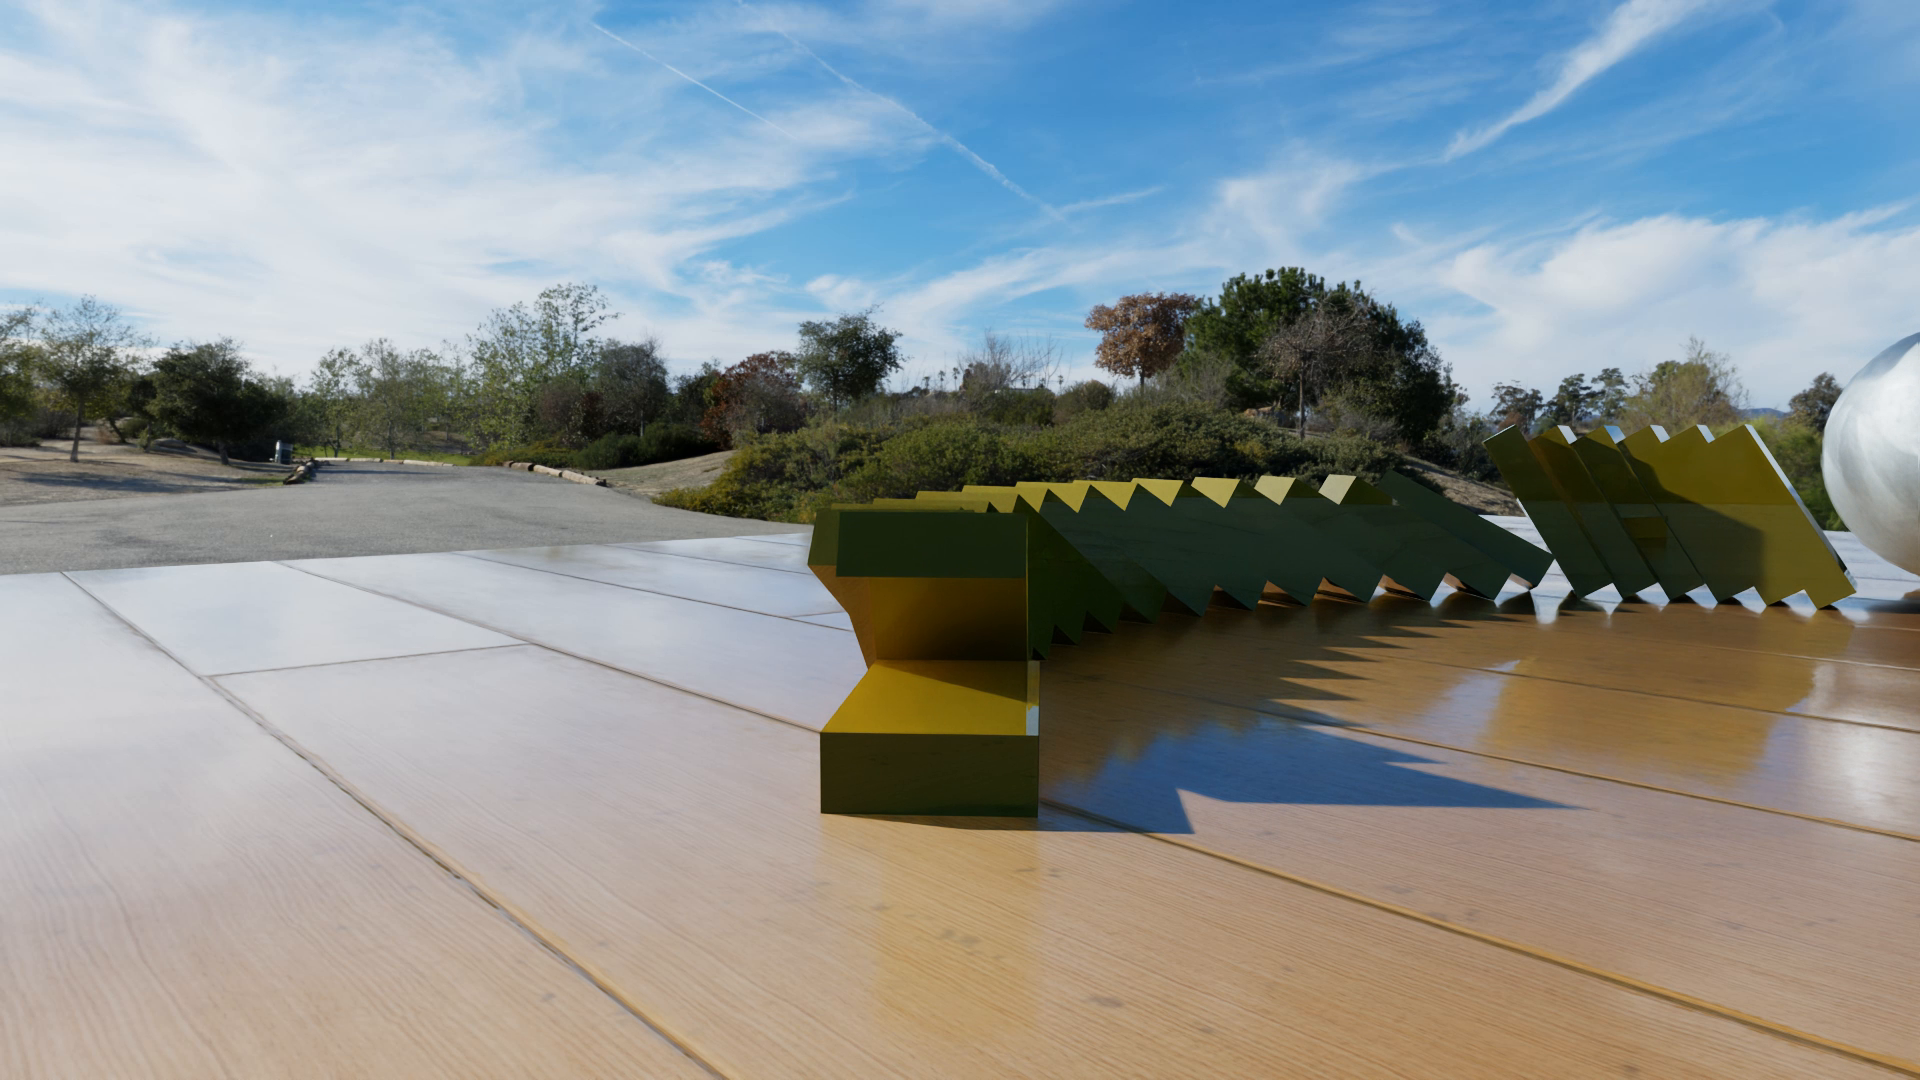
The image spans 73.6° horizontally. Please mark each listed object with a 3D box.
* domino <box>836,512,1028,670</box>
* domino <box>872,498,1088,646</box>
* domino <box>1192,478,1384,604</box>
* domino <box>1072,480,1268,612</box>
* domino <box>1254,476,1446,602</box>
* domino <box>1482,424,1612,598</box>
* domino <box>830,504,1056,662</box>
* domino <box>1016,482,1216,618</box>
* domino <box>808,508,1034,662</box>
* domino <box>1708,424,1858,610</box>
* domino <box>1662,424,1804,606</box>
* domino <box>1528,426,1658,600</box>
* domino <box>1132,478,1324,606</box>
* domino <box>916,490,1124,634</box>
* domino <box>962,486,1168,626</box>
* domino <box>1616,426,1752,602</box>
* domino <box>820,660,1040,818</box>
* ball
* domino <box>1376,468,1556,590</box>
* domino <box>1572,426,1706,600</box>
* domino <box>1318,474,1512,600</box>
[{"bbox_3d":[-0.002,0.011,0.192,0.025,0.009,0.050,0,-25,3],"label":"domino"},{"bbox_3d":[0.004,0.007,0.258,0.025,0.010,0.050,2,-23,30],"label":"domino"},{"bbox_3d":[0.087,0.000,0.346,0.050,0.009,0.025,30,-5,-16],"label":"domino"},{"bbox_3d":[0.052,0.002,0.325,0.050,0.009,0.025,32,-13,-29],"label":"domino"},{"bbox_3d":[0.106,-0.001,0.354,0.050,0.009,0.025,30,0,-8],"label":"domino"},{"bbox_3d":[0.166,-0.009,0.365,0.010,0.050,0.025,-31,-7,20],"label":"domino"},{"bbox_3d":[-0.003,0.009,0.238,0.025,0.009,0.050,2,-24,26],"label":"domino"},{"bbox_3d":[0.037,0.003,0.311,0.050,0.009,0.025,34,-17,-35],"label":"domino"},{"bbox_3d":[-0.005,0.010,0.215,0.025,0.010,0.050,1,-25,15],"label":"domino"},{"bbox_3d":[0.220,-0.007,0.343,0.010,0.050,0.025,-35,-16,32],"label":"domino"},{"bbox_3d":[0.212,-0.008,0.351,0.010,0.050,0.025,-35,-16,32],"label":"domino"},{"bbox_3d":[0.181,-0.009,0.365,0.009,0.050,0.025,-34,-14,29],"label":"domino"},{"bbox_3d":[0.068,0.001,0.338,0.050,0.009,0.025,31,-8,-21],"label":"domino"},{"bbox_3d":[0.013,0.005,0.277,0.025,0.010,0.050,3,-24,36],"label":"domino"},{"bbox_3d":[0.023,0.004,0.295,0.025,0.009,0.050,4,-24,45],"label":"domino"},{"bbox_3d":[0.203,-0.008,0.357,0.010,0.050,0.025,-35,-16,32],"label":"domino"},{"bbox_3d":[-0.002,0.025,0.172,0.025,0.010,0.050,0,4,4],"label":"domino"},{"bbox_3d":[0.302,-0.026,0.379,0.080,0.080,0.080,0,4,0],"label":"ball"},{"bbox_3d":[0.144,-0.003,0.368,0.050,0.009,0.025,32,6,19],"label":"domino"},{"bbox_3d":[0.193,-0.008,0.362,0.009,0.050,0.025,-35,-16,32],"label":"domino"},{"bbox_3d":[0.126,-0.001,0.359,0.050,0.009,0.025,31,3,-2],"label":"domino"}]
